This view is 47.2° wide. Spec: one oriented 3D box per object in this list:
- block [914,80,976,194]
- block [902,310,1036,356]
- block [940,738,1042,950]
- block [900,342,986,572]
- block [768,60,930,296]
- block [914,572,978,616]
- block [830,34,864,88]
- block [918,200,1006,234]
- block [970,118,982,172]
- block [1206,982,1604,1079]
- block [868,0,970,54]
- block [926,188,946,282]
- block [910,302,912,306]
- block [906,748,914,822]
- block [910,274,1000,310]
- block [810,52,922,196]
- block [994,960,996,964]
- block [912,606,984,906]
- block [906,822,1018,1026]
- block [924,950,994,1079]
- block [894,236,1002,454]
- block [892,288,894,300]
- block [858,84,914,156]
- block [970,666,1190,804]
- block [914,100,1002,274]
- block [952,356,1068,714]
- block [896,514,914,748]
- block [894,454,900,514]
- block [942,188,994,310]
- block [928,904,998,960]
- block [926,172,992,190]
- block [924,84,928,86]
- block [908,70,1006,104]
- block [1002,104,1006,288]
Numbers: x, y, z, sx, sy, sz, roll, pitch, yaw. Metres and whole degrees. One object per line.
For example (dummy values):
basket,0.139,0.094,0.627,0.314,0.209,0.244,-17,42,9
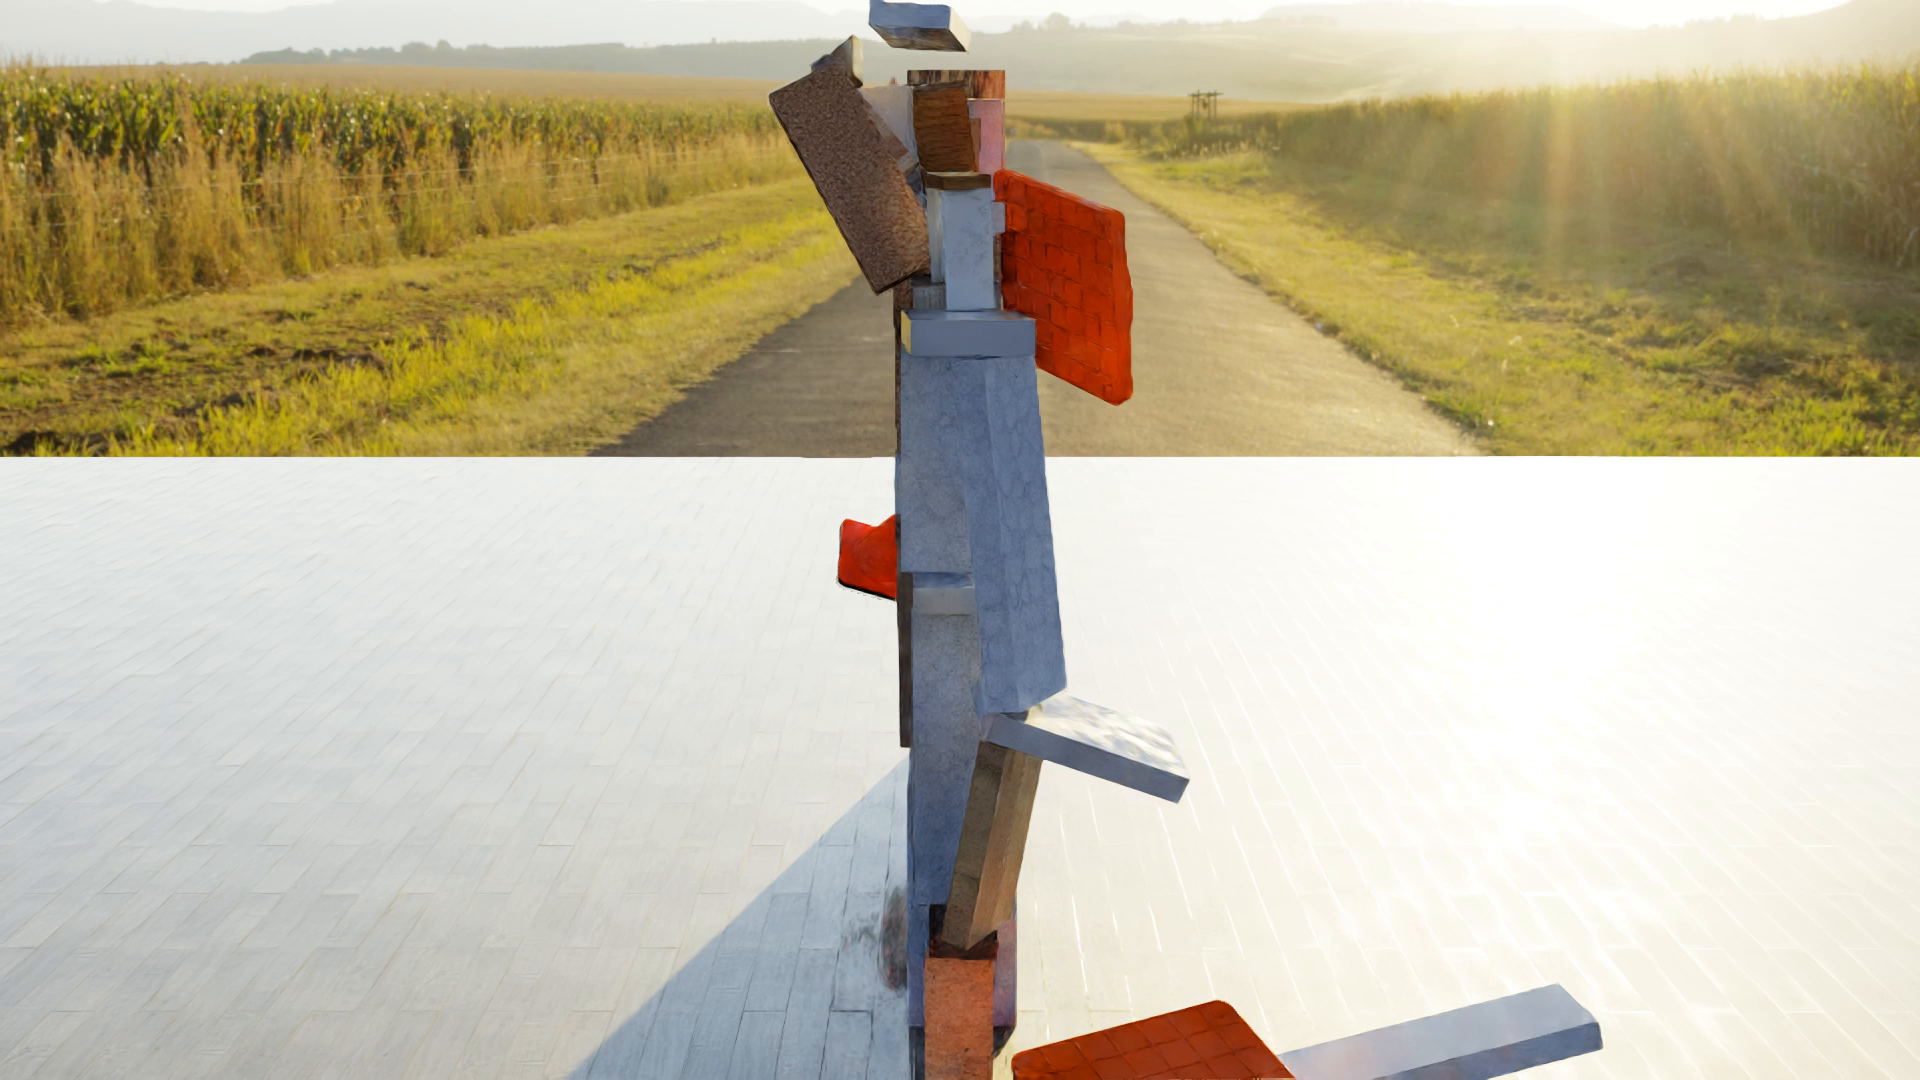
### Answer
block,-0.027,-0.653,3.564,0.090,0.181,0.026,-9,40,0
block,0.006,-0.273,2.882,0.156,0.044,0.311,0,8,-4
block,0.046,0.383,2.881,0.039,0.277,0.139,16,14,22
block,-0.003,-0.113,3.016,0.156,0.311,0.044,0,10,0
block,-0.149,-0.526,3.190,0.116,0.329,0.033,-28,-5,-8
block,0.001,0.060,3.042,0.131,0.037,0.261,0,10,-1
block,-0.205,-0.791,3.747,0.090,0.026,0.181,-38,28,21
block,-0.036,-0.509,3.469,0.164,0.046,0.328,-4,10,-7
block,-0.004,-0.488,3.665,0.065,0.428,0.018,2,1,2
block,0.569,0.671,2.832,0.484,0.039,0.139,-13,10,-4
block,-0.056,-0.742,3.187,0.116,0.033,0.232,5,5,6
block,-0.011,-0.430,3.093,0.066,0.131,0.019,-4,9,-2
block,-0.007,-0.234,3.254,0.121,0.243,0.034,-2,8,-2
block,0.004,0.341,3.189,0.155,0.044,0.310,0,11,0
block,-0.010,-0.357,3.157,0.121,0.034,0.243,-2,11,-2
block,-0.145,-0.638,3.412,0.033,0.232,0.116,-38,-8,-6
block,0.002,0.612,3.047,0.090,0.181,0.026,2,10,2
block,0.002,0.294,2.994,0.131,0.409,0.037,-1,10,-4
block,0.004,0.534,3.119,0.155,0.310,0.044,0,10,0
block,-0.002,0.635,2.927,0.090,0.181,0.026,0,11,-3
block,-0.018,-0.297,3.364,0.164,0.328,0.046,-1,3,-1
block,-0.022,-0.293,3.582,0.164,0.417,0.046,-3,5,-1
block,-0.121,-0.626,3.487,0.090,0.181,0.026,1,1,21
block,0.156,0.253,2.871,0.277,0.039,0.139,20,19,-15
block,-0.011,-0.507,3.715,0.162,0.460,0.046,0,6,2
block,0.065,-0.013,2.791,0.044,0.441,0.156,-3,7,26
block,-0.002,0.126,3.247,0.178,0.356,0.050,-1,10,0
block,-0.008,-0.096,3.328,0.178,0.050,0.356,-1,11,-1
block,0.011,-0.397,3.004,0.066,0.162,0.019,-2,6,-4
block,0.004,0.521,2.971,0.090,0.026,0.181,2,11,-1
block,-0.003,-0.496,3.035,0.066,0.019,0.131,-4,12,-10
block,-0.026,-0.717,3.601,0.065,0.018,0.130,0,-5,3
block,-0.004,-0.774,3.769,0.162,0.046,0.323,0,9,0
block,-0.001,-0.609,3.906,0.162,0.323,0.046,0,10,0
